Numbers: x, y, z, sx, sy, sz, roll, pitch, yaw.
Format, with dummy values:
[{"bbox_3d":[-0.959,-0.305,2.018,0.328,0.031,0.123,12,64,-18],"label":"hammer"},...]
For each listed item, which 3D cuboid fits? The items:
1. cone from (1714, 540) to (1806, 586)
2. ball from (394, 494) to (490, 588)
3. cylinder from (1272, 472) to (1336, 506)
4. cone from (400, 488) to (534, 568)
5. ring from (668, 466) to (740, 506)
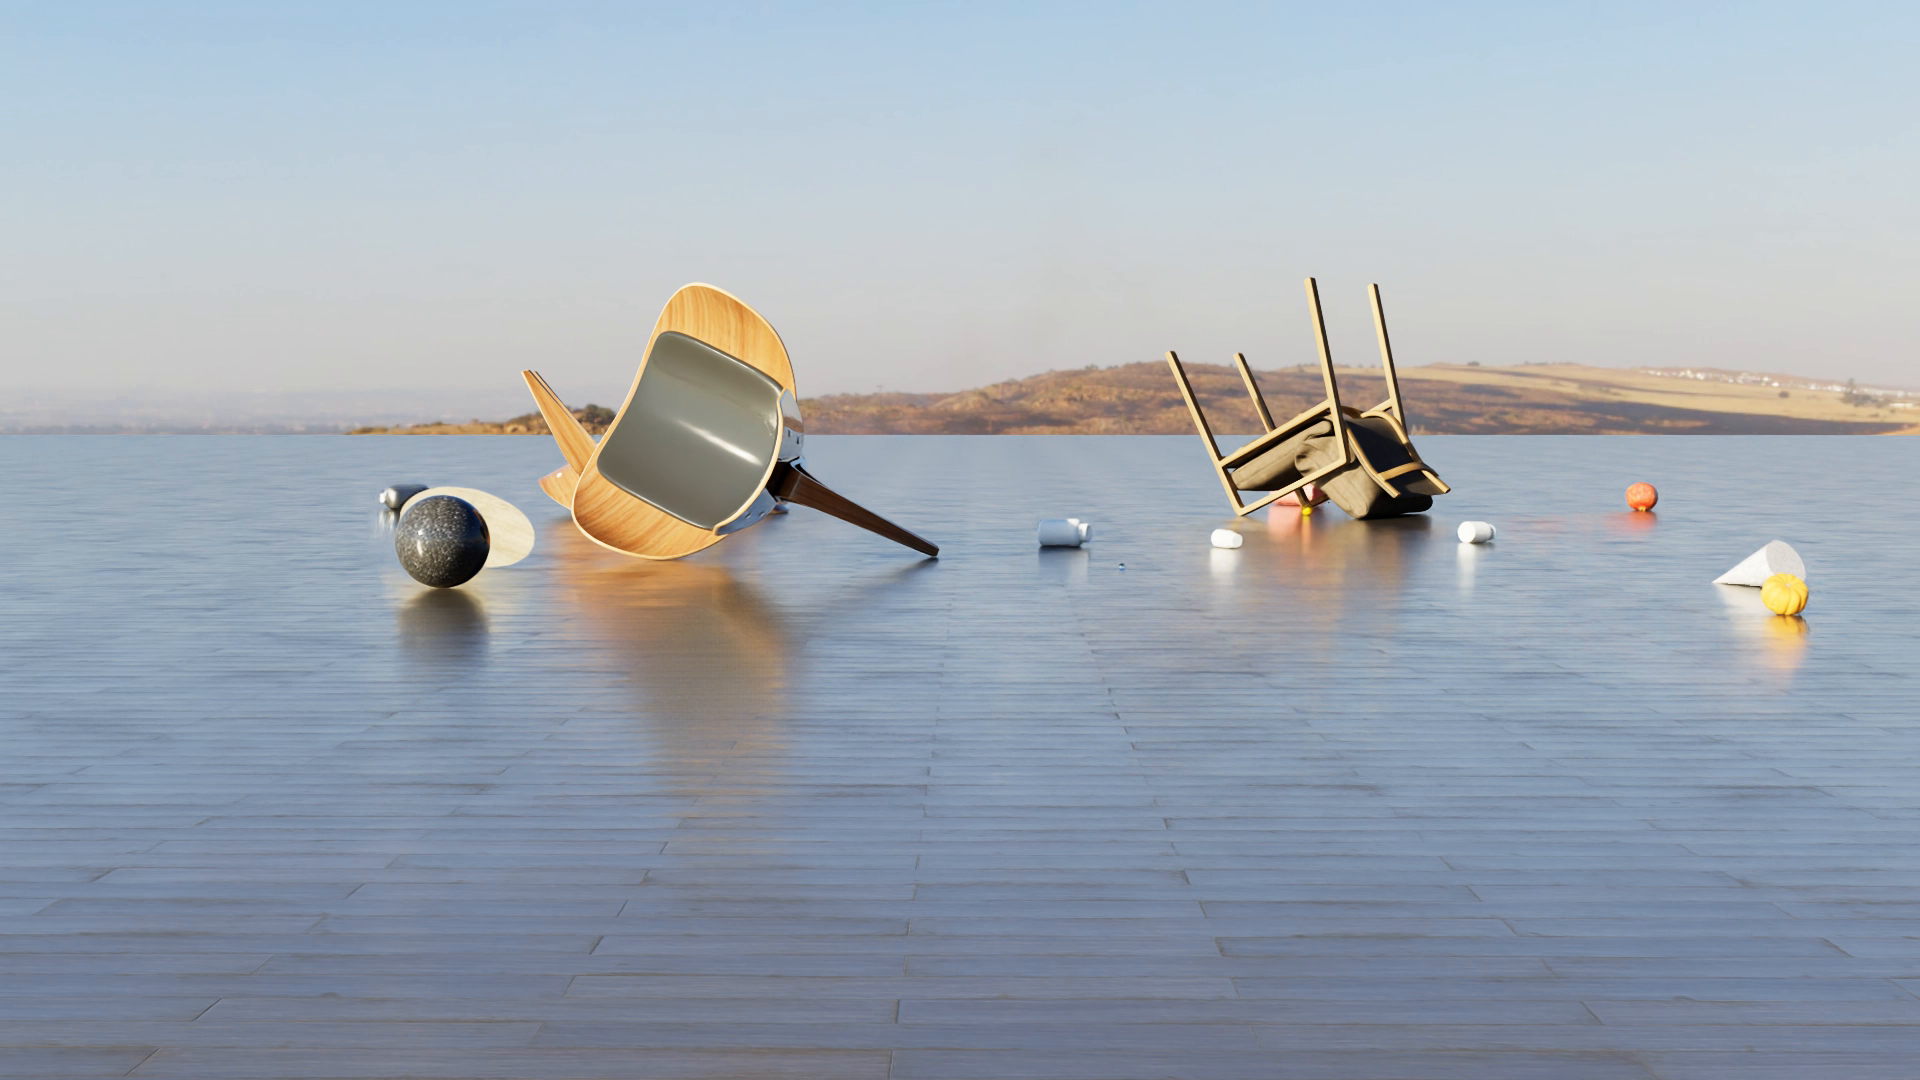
[{"bbox_3d":[1.800,0.077,5.023,0.140,0.104,0.201,25,-28,-27],"label":"cone"},{"bbox_3d":[-1.165,0.003,4.954,0.212,0.212,0.212,0,4,0],"label":"ball"},{"bbox_3d":[1.334,-0.198,8.526,0.181,0.113,0.167,4,29,42],"label":"cylinder"},{"bbox_3d":[-1.269,0.013,5.646,0.353,0.121,0.297,25,39,11],"label":"cone"},{"bbox_3d":[-1.005,-0.213,8.626,0.244,0.144,0.386,3,6,21],"label":"ring"}]
